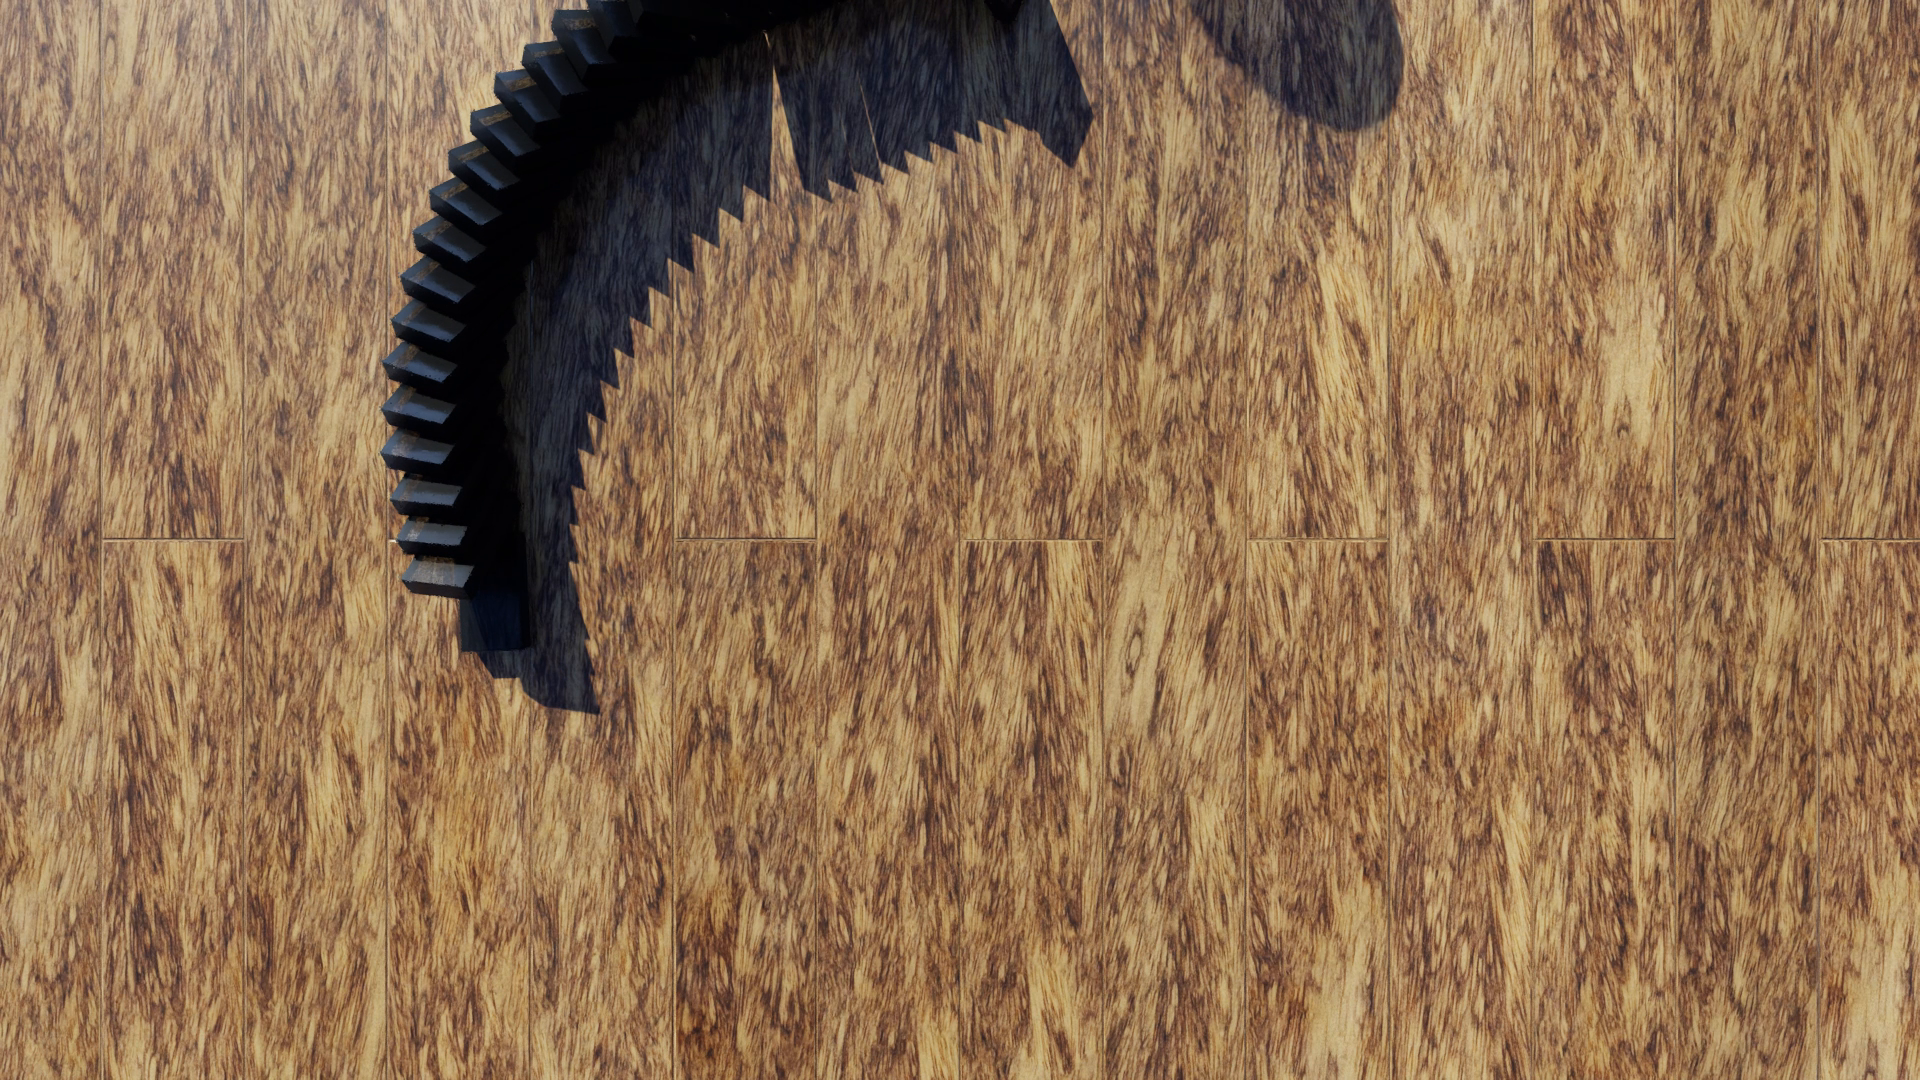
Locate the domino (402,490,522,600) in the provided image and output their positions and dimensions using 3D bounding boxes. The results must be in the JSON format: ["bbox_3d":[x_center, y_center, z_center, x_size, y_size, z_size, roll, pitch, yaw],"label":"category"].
[{"bbox_3d":[-0.206,0.000,0.381,0.025,0.010,0.050,7,52,1],"label":"domino"}]

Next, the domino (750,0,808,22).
[{"bbox_3d":[-0.086,-0.236,0.377,0.009,0.050,0.025,-13,90,34],"label":"domino"}]

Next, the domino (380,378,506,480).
[{"bbox_3d":[-0.214,-0.049,0.381,0.025,0.009,0.050,11,53,0],"label":"domino"}]

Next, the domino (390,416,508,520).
[{"bbox_3d":[-0.211,-0.032,0.381,0.025,0.009,0.050,6,52,0],"label":"domino"}]

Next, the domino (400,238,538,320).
[{"bbox_3d":[-0.203,-0.114,0.381,0.025,0.009,0.050,25,52,0],"label":"domino"}]

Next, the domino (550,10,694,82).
[{"bbox_3d":[-0.139,-0.206,0.380,0.050,0.010,0.025,-31,90,-41],"label":"domino"}]

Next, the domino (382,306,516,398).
[{"bbox_3d":[-0.211,-0.083,0.381,0.025,0.010,0.050,19,53,0],"label":"domino"}]

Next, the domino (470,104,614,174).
[{"bbox_3d":[-0.173,-0.171,0.380,0.025,0.010,0.050,44,50,0],"label":"domino"}]

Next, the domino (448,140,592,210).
[{"bbox_3d":[-0.182,-0.158,0.380,0.025,0.010,0.050,39,51,0],"label":"domino"}]

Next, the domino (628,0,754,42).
[{"bbox_3d":[-0.113,-0.224,0.380,0.050,0.009,0.025,-17,89,-41],"label":"domino"}]

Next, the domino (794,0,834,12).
[{"bbox_3d":[-0.075,-0.240,0.377,0.009,0.050,0.025,-13,90,34],"label":"domino"}]

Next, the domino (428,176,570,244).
[{"bbox_3d":[-0.190,-0.144,0.380,0.025,0.009,0.050,34,50,0],"label":"domino"}]

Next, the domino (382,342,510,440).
[{"bbox_3d":[-0.213,-0.066,0.381,0.025,0.010,0.050,14,53,0],"label":"domino"}]

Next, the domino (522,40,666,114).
[{"bbox_3d":[-0.151,-0.195,0.380,0.050,0.009,0.025,-37,90,-40],"label":"domino"}]

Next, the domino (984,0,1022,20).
[{"bbox_3d":[0.013,-0.242,0.376,0.009,0.050,0.025,22,90,31],"label":"domino"}]

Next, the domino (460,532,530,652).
[{"bbox_3d":[-0.201,0.022,0.395,0.025,0.010,0.050,-3,90,0],"label":"domino"}]

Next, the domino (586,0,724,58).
[{"bbox_3d":[-0.126,-0.216,0.380,0.050,0.009,0.025,-23,90,-41],"label":"domino"}]

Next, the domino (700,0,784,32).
[{"bbox_3d":[-0.097,-0.232,0.377,0.009,0.050,0.025,-13,90,34],"label":"domino"}]

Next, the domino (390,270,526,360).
[{"bbox_3d":[-0.207,-0.098,0.381,0.025,0.010,0.050,21,53,0],"label":"domino"}]

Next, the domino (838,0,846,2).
[{"bbox_3d":[-0.064,-0.244,0.377,0.009,0.050,0.025,-13,90,33],"label":"domino"}]

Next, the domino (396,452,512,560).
[{"bbox_3d":[-0.209,-0.016,0.381,0.025,0.009,0.050,5,52,0],"label":"domino"}]

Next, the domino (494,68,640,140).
[{"bbox_3d":[-0.162,-0.184,0.380,0.025,0.010,0.050,51,50,0],"label":"domino"}]

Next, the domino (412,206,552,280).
[{"bbox_3d":[-0.197,-0.130,0.381,0.025,0.009,0.050,30,51,0],"label":"domino"}]
